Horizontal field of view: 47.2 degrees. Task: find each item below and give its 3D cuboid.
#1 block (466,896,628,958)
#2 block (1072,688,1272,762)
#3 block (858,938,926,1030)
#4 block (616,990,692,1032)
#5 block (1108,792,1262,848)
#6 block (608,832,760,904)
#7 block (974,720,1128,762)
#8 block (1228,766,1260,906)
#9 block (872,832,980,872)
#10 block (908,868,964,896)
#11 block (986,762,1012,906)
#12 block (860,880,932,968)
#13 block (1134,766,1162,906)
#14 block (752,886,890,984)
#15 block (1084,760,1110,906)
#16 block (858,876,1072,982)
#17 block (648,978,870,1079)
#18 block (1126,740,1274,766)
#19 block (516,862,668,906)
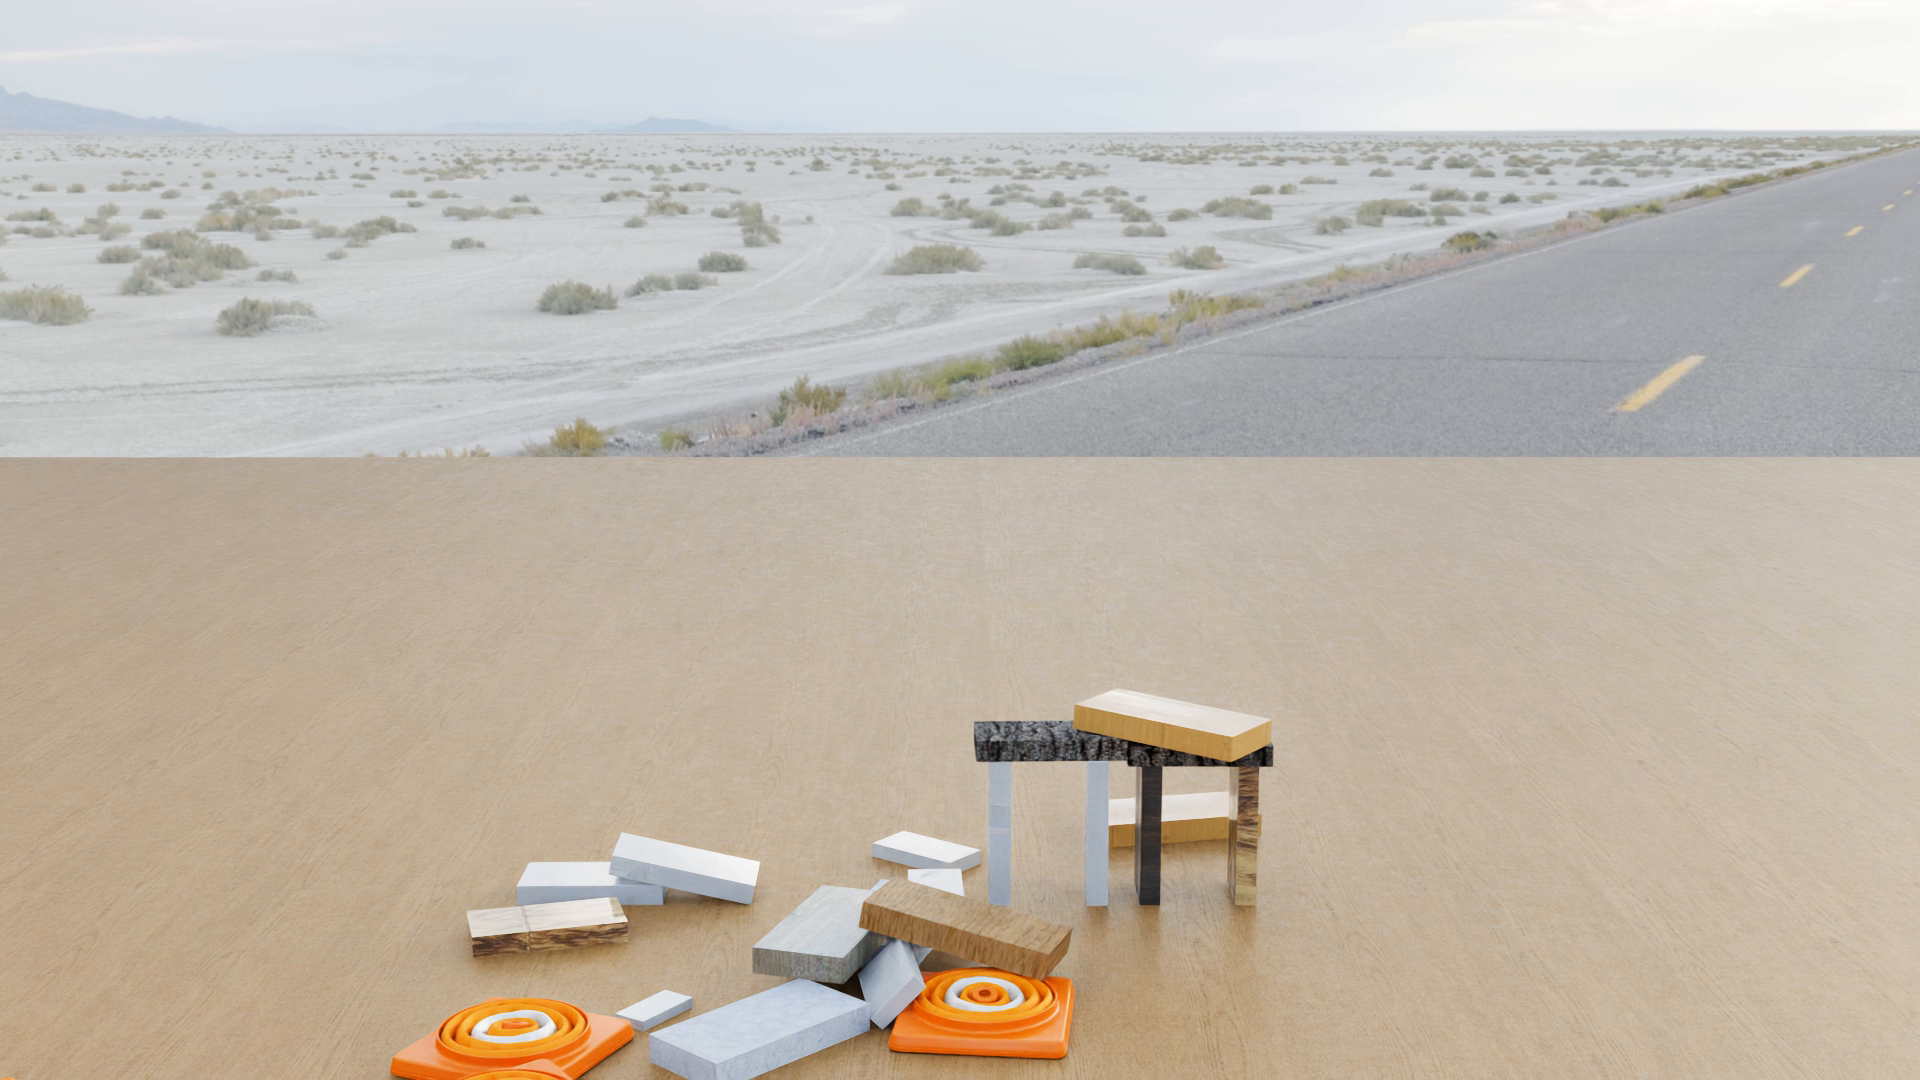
[{"bbox_3d":[-0.652,0.610,3.469,0.239,0.034,0.119,-3,11,-16],"label":"block"},{"bbox_3d":[0.347,0.301,3.597,0.289,0.041,0.144,9,12,32],"label":"block"},{"bbox_3d":[-0.100,0.639,3.187,0.086,0.024,0.173,-45,13,1],"label":"block"},{"bbox_3d":[-0.440,0.676,3.163,0.053,0.015,0.106,7,13,33],"label":"block"},{"bbox_3d":[0.387,0.507,4.004,0.289,0.041,0.144,-3,11,-13],"label":"block"},{"bbox_3d":[-0.458,0.547,3.663,0.238,0.034,0.119,13,10,-4],"label":"block"},{"bbox_3d":[0.148,0.331,3.624,0.246,0.035,0.123,0,11,-2],"label":"block"},{"bbox_3d":[0.470,0.473,3.651,0.033,0.236,0.118,0,11,0],"label":"block"},{"bbox_3d":[-0.059,0.546,3.837,0.173,0.024,0.086,8,13,38],"label":"block"},{"bbox_3d":[-0.038,0.566,3.512,0.086,0.024,0.173,0,11,-2],"label":"block"},{"bbox_3d":[0.065,0.469,3.648,0.035,0.246,0.123,0,11,-1],"label":"block"},{"bbox_3d":[-0.101,0.606,3.471,0.141,0.040,0.283,3,11,16],"label":"block"},{"bbox_3d":[0.312,0.473,3.651,0.033,0.236,0.118,0,11,0],"label":"block"},{"bbox_3d":[-0.193,0.593,3.324,0.141,0.040,0.283,3,11,17],"label":"block"},{"bbox_3d":[0.226,0.469,3.649,0.035,0.246,0.123,0,11,1],"label":"block"},{"bbox_3d":[0.010,0.578,3.283,0.289,0.041,0.144,13,10,15],"label":"block"},{"bbox_3d":[-0.276,0.684,3.055,0.141,0.040,0.283,10,14,43],"label":"block"},{"bbox_3d":[0.391,0.341,3.627,0.236,0.033,0.118,0,11,0],"label":"block"},{"bbox_3d":[-0.609,0.573,3.669,0.239,0.034,0.119,0,11,-1],"label":"block"}]
